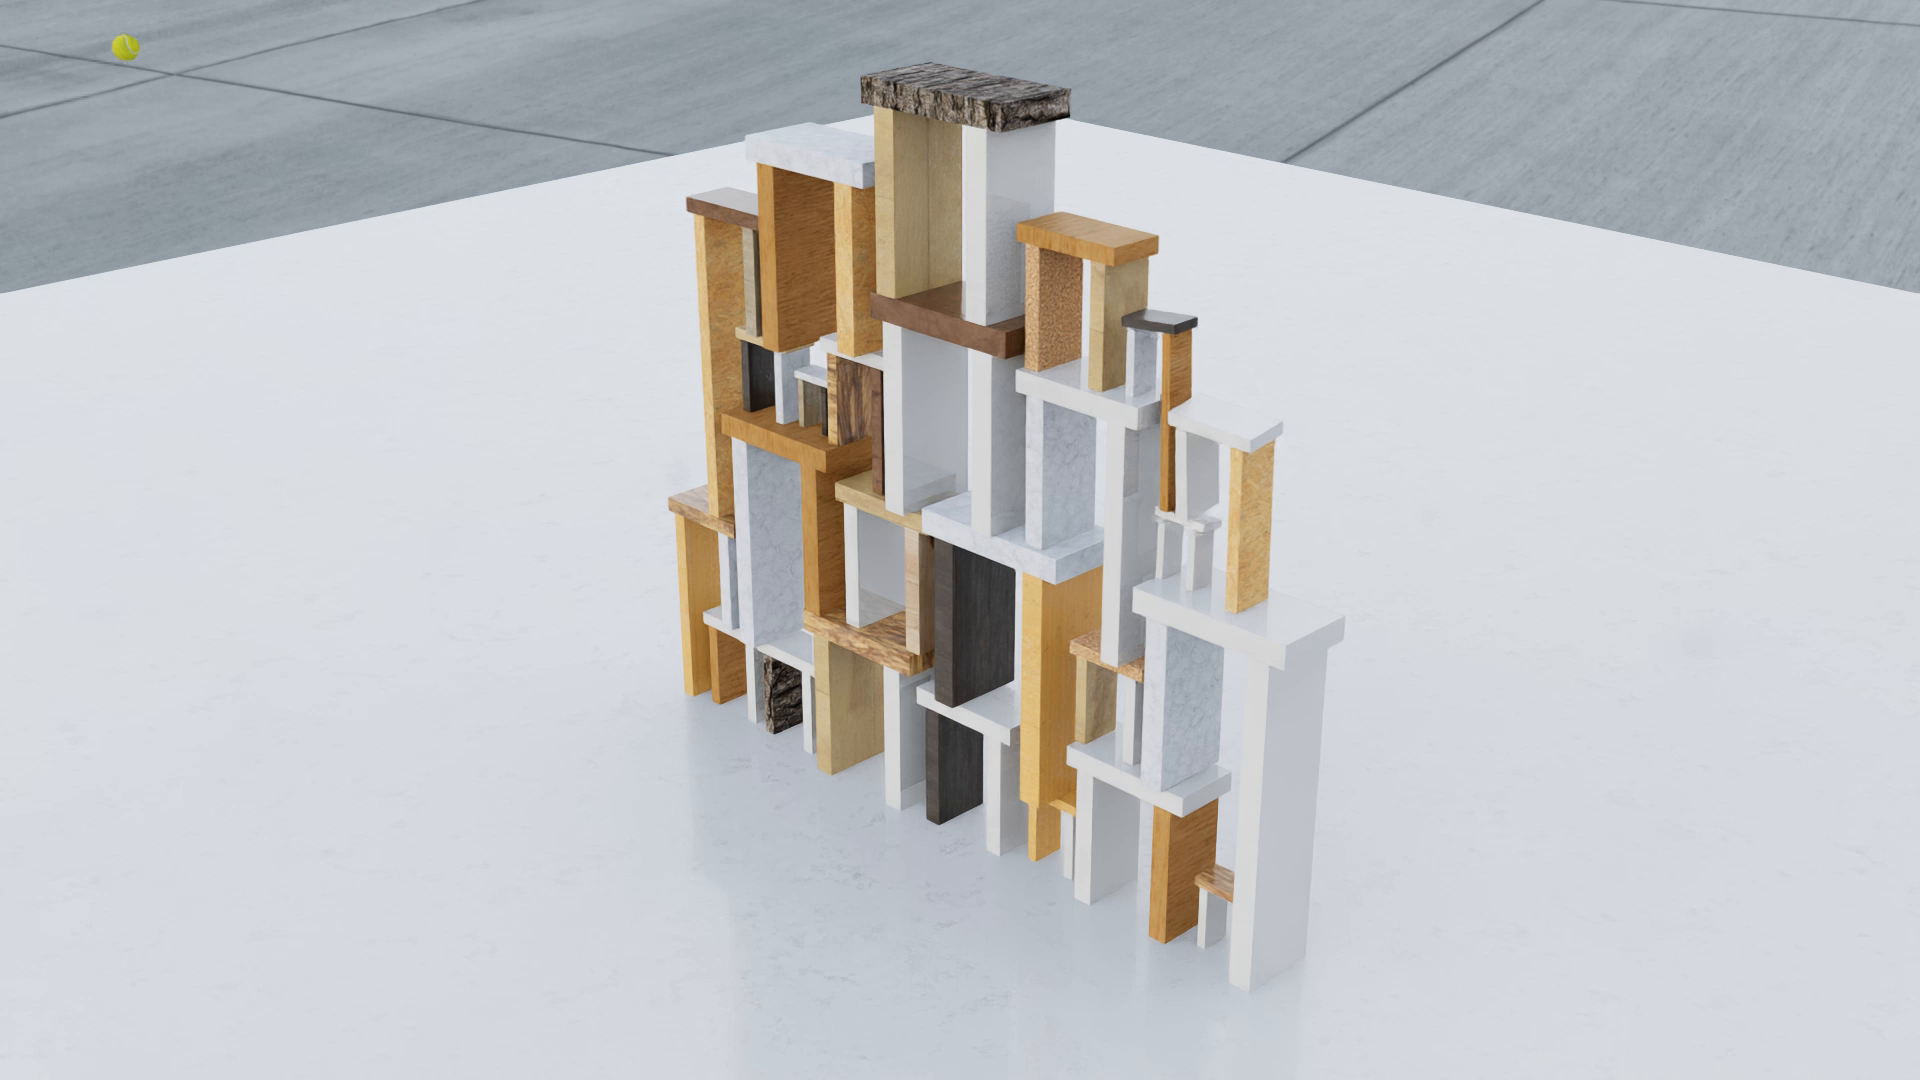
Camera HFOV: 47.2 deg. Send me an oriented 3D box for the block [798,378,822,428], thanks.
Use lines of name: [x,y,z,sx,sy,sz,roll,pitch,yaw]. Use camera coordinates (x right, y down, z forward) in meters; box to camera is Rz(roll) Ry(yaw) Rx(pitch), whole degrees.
block: [-0.301,-0.282,4.437,0.015,0.103,0.051,21,31,41]

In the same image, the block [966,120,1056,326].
block: [0.089,-0.568,3.881,0.049,0.348,0.174,21,31,41]

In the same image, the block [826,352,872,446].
block: [-0.217,-0.288,4.339,0.095,0.190,0.027,-21,31,-41]

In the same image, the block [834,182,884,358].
block: [-0.159,-0.526,4.166,0.047,0.330,0.165,21,31,40]

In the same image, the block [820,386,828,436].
block: [-0.253,-0.263,4.393,0.015,0.103,0.051,21,31,41]

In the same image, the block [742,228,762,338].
block: [-0.380,-0.528,4.414,0.031,0.222,0.111,21,31,40]

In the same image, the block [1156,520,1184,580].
block: [0.365,0.012,3.830,0.015,0.104,0.052,22,31,40]

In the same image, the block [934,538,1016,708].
block: [0.030,0.136,4.255,0.173,0.346,0.049,-21,31,-40]

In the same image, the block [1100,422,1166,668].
block: [0.317,-0.007,3.879,0.143,0.456,0.040,-21,31,-40]

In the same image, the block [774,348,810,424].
block: [-0.338,-0.318,4.456,0.077,0.154,0.022,-21,31,-41]

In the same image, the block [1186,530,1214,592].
block: [0.413,0.032,3.784,0.015,0.104,0.052,22,31,40]

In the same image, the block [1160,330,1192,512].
block: [0.367,-0.204,3.731,0.017,0.319,0.059,20,31,39]

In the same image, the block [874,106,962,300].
block: [-0.075,-0.632,4.032,0.174,0.348,0.049,-21,31,-40]

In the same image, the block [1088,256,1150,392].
block: [0.272,-0.378,3.775,0.113,0.227,0.032,-21,31,-40]

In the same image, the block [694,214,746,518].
block: [-0.486,-0.368,4.593,0.031,0.656,0.111,21,31,41]

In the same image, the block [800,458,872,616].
block: [-0.245,-0.020,4.479,0.046,0.321,0.161,21,31,41]

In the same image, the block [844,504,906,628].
block: [-0.170,0.034,4.426,0.037,0.262,0.131,21,31,41]

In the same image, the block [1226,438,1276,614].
block: [0.485,-0.026,3.679,0.086,0.292,0.024,-22,31,-40]

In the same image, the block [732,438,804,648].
block: [-0.396,-0.013,4.647,0.046,0.465,0.161,21,31,41]

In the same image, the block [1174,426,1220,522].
block: [0.403,-0.126,3.733,0.024,0.173,0.086,24,39,40]

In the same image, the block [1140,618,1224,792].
block: [0.397,0.268,3.901,0.047,0.328,0.164,21,31,41]

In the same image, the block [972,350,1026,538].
block: [0.100,-0.196,4.025,0.175,0.349,0.049,-21,31,-40]

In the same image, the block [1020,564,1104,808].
block: [0.192,0.259,4.130,0.173,0.473,0.049,-21,31,-40]

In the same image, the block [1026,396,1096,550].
block: [0.183,-0.138,3.970,0.143,0.285,0.040,-21,31,-40]

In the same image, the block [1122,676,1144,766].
block: [0.335,0.315,3.989,0.025,0.174,0.087,21,31,40]

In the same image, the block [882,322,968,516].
block: [-0.064,-0.249,4.182,0.049,0.376,0.175,21,31,41]

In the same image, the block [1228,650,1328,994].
block: [0.552,0.474,3.820,0.047,0.644,0.164,21,31,41]

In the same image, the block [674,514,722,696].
block: [-0.570,0.131,4.893,0.031,0.436,0.111,21,31,41]

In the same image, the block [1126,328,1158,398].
block: [0.310,-0.308,3.749,0.059,0.119,0.017,-21,31,-40]

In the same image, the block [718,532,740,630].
block: [-0.465,0.074,4.755,0.031,0.222,0.111,21,31,41]

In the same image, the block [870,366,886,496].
block: [-0.127,-0.221,4.269,0.027,0.258,0.095,21,31,40]

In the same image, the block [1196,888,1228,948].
block: [0.461,0.677,4.007,0.017,0.123,0.062,21,31,41]

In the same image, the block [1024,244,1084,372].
block: [0.166,-0.420,3.874,0.113,0.227,0.032,-21,31,-40]

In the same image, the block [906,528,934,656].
block: [-0.047,0.083,4.313,0.037,0.262,0.131,21,31,40]

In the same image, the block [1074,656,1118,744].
block: [0.252,0.283,4.065,0.025,0.174,0.087,21,31,41]

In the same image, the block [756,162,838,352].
block: [-0.315,-0.568,4.317,0.047,0.371,0.165,21,31,40]

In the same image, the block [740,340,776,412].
block: [-0.411,-0.346,4.521,0.022,0.154,0.077,21,31,40]
